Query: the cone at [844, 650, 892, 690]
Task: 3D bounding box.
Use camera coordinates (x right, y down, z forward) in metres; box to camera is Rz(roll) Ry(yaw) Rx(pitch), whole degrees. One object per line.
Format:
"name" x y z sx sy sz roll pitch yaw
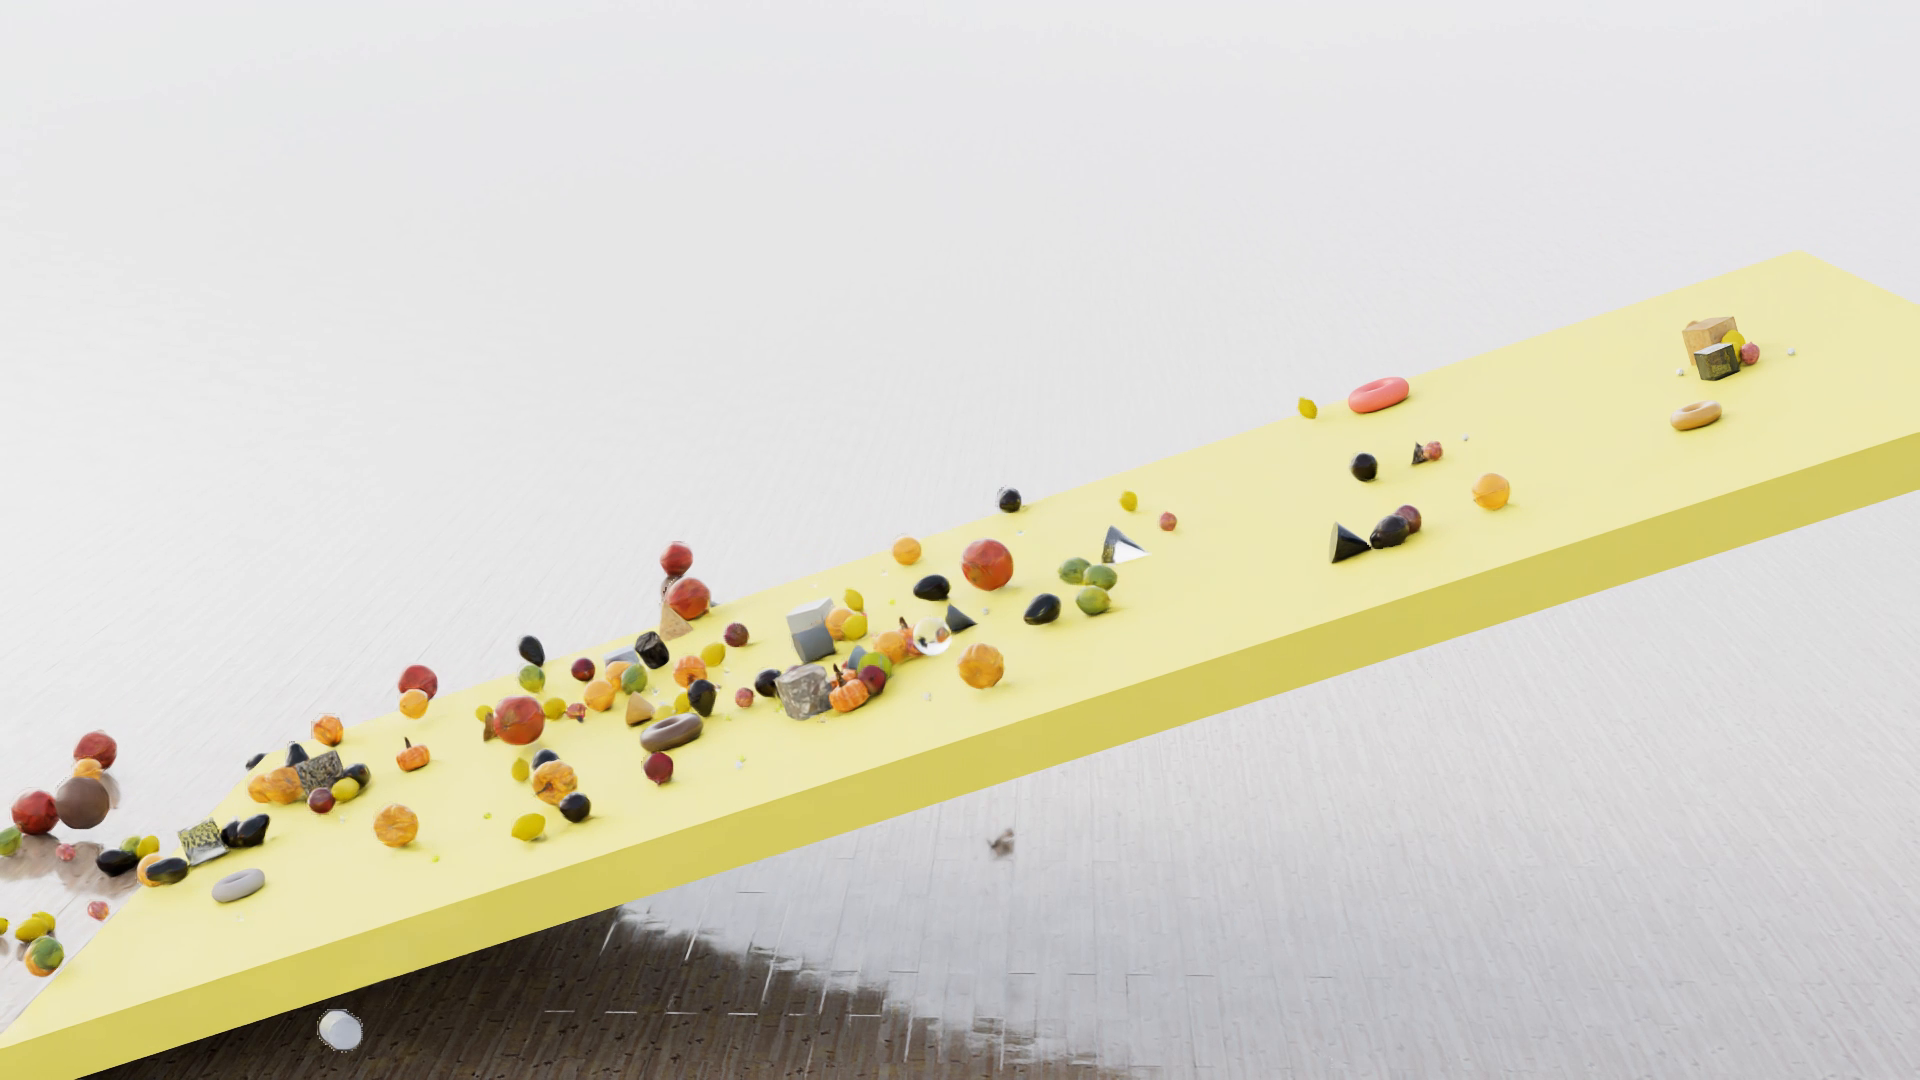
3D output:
"cone" -0.175 0.267 5.992 0.088 0.088 0.088 -4 8 30

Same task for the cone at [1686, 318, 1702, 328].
"cone" 1.628 -0.449 6.438 0.059 0.059 0.059 12 4 -31

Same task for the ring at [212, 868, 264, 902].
"ring" -1.491 0.713 6.074 0.112 0.037 0.112 -18 12 4

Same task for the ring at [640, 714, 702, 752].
"ring" -0.595 0.397 6.063 0.137 0.046 0.137 -19 9 3

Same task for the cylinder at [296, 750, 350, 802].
"cylinder" -1.456 0.539 6.719 0.094 0.094 0.094 -21 16 -9

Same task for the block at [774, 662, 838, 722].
"block" -0.309 0.306 5.912 0.084 0.084 0.084 -23 11 -19

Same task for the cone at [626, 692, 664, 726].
"cone" -0.673 0.372 6.351 0.076 0.076 0.076 11 14 11

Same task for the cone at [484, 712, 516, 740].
"cone" -1.049 0.429 6.727 0.068 0.068 0.068 7 12 -3

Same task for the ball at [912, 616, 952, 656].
"ball" -0.057 0.197 6.021 0.081 0.081 0.081 0 12 0

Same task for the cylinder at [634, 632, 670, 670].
"cylinder" -0.717 0.258 6.859 0.062 0.062 0.062 -18 39 15

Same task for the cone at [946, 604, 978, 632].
"cone" 0.006 0.171 6.178 0.067 0.067 0.067 9 13 5

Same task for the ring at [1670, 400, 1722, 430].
"ring" 1.436 -0.243 5.737 0.103 0.034 0.103 -19 9 3

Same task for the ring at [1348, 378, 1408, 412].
"ring" 0.991 -0.344 6.962 0.150 0.050 0.150 -20 12 4

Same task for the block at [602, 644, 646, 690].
"block" -0.778 0.294 6.809 0.075 0.075 0.075 -20 11 -5

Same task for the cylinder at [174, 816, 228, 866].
"cylinder" -1.675 0.667 6.496 0.083 0.083 0.083 -36 27 -21

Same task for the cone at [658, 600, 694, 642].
"cone" -0.708 0.190 7.159 0.091 0.091 0.091 -19 11 4

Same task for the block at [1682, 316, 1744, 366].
"block" 1.592 -0.421 6.223 0.079 0.079 0.079 -25 12 -26

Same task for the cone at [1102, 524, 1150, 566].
"cone" 0.360 0.022 6.268 0.095 0.095 0.095 13 15 13

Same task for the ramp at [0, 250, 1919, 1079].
"ramp" 0.108 0.180 6.304 4.000 0.100 2.000 -18 11 6

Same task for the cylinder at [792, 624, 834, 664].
"cylinder" -0.318 0.224 6.373 0.069 0.069 0.069 -23 19 -16

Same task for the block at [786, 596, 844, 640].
"block" -0.323 0.186 6.534 0.083 0.083 0.083 -15 12 23

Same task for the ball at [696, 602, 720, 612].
"ball" -0.777 0.236 9.145 0.090 0.090 0.090 0 12 0

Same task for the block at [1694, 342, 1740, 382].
"block" 1.560 -0.367 6.063 0.060 0.060 0.060 -22 11 -12
